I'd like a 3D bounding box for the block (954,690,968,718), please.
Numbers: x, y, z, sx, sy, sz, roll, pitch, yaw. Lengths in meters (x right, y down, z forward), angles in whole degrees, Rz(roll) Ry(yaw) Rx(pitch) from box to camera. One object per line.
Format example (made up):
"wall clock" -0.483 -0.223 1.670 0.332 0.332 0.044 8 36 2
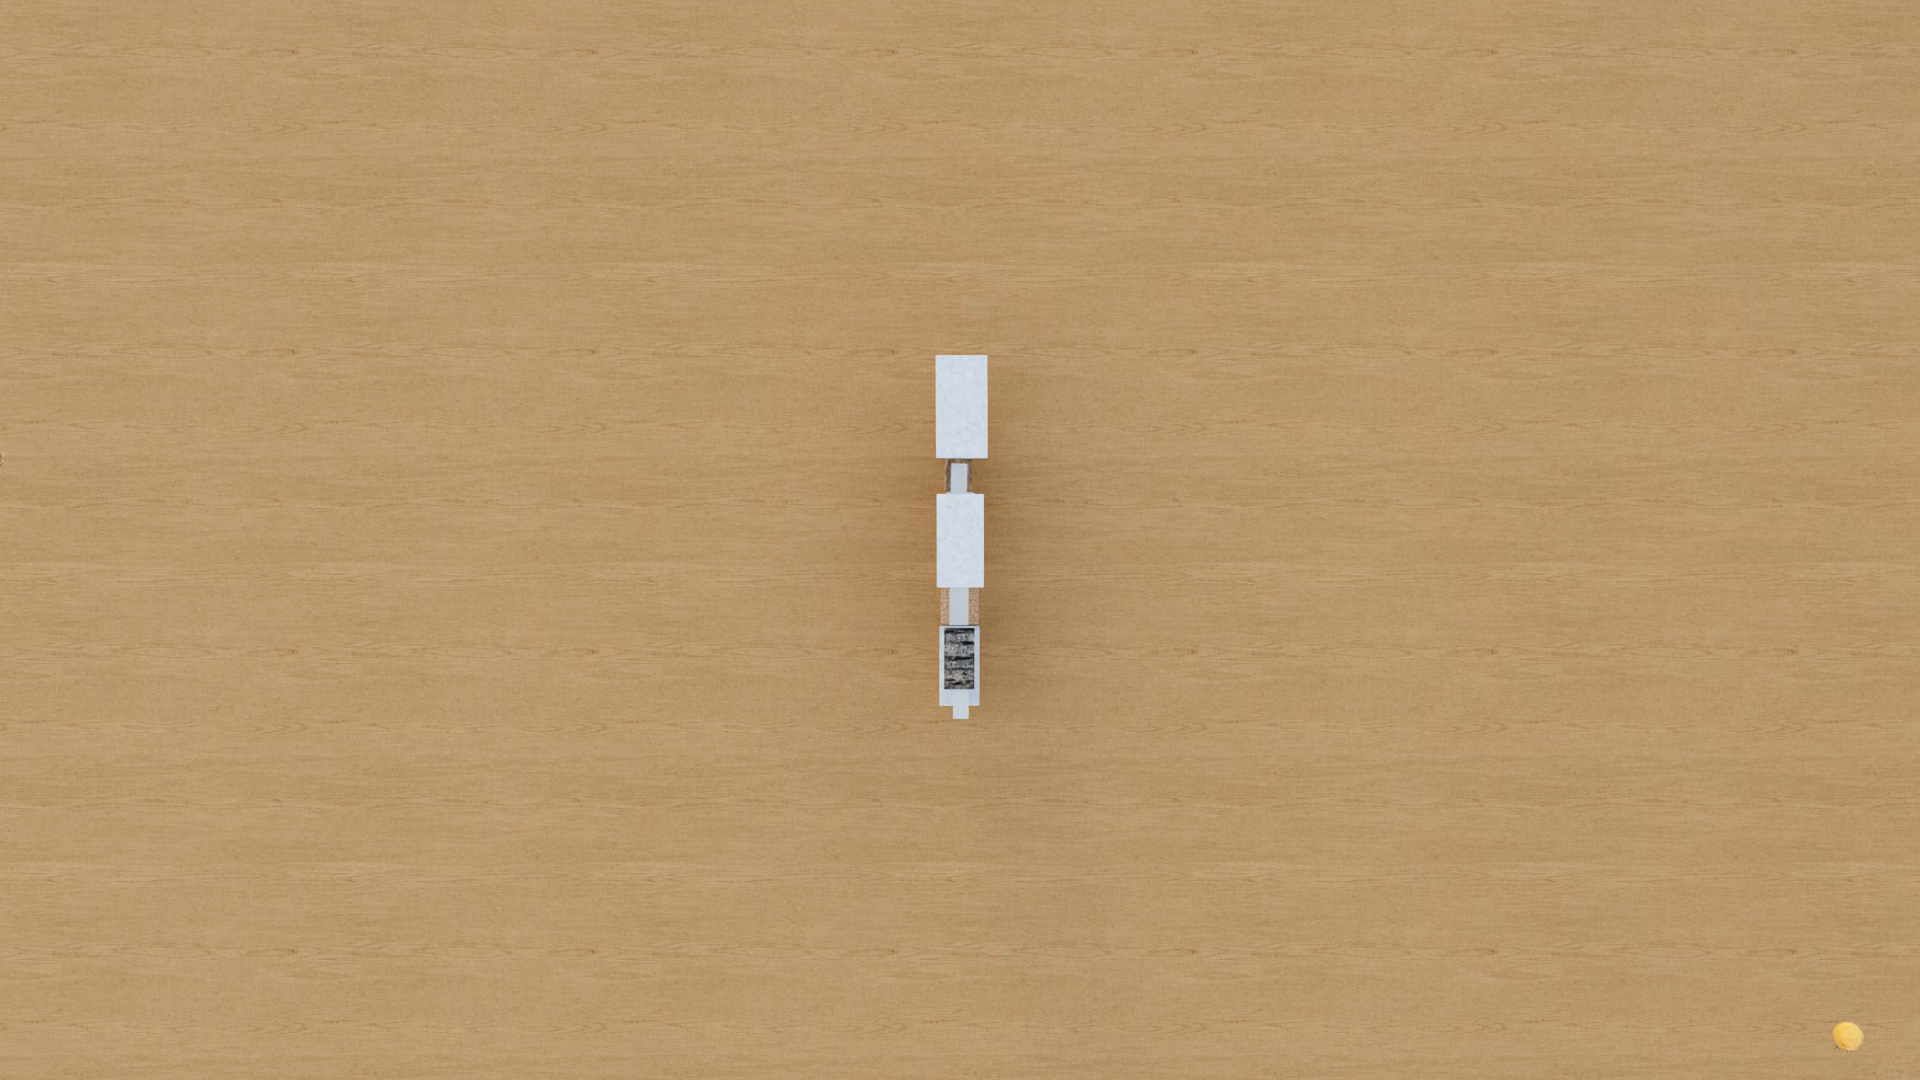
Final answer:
"block" 0.002 0.506 5.111 0.047 0.013 0.094 0 90 0

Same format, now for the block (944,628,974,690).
"block" -0.001 0.361 5.014 0.093 0.026 0.185 0 90 0

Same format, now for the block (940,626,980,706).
"block" -0.002 0.397 5.230 0.126 0.036 0.252 0 90 0

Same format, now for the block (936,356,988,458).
"block" 0.005 -0.399 4.961 0.154 0.044 0.308 0 90 0

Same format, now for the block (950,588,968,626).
"block" -0.004 0.204 5.101 0.059 0.017 0.117 0 90 0

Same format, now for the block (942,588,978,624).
"block" 0.000 0.147 5.244 0.120 0.034 0.239 0 90 0

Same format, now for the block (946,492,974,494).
"block" 0.001 -0.066 5.311 0.088 0.025 0.176 0 90 0

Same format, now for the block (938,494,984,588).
"block" 0.001 0.002 4.930 0.139 0.039 0.277 0 90 0

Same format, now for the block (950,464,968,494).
"block" -0.003 -0.191 5.193 0.050 0.014 0.099 1 90 0

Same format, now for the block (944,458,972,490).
"block" -0.005 -0.247 5.312 0.088 0.025 0.176 0 90 0
